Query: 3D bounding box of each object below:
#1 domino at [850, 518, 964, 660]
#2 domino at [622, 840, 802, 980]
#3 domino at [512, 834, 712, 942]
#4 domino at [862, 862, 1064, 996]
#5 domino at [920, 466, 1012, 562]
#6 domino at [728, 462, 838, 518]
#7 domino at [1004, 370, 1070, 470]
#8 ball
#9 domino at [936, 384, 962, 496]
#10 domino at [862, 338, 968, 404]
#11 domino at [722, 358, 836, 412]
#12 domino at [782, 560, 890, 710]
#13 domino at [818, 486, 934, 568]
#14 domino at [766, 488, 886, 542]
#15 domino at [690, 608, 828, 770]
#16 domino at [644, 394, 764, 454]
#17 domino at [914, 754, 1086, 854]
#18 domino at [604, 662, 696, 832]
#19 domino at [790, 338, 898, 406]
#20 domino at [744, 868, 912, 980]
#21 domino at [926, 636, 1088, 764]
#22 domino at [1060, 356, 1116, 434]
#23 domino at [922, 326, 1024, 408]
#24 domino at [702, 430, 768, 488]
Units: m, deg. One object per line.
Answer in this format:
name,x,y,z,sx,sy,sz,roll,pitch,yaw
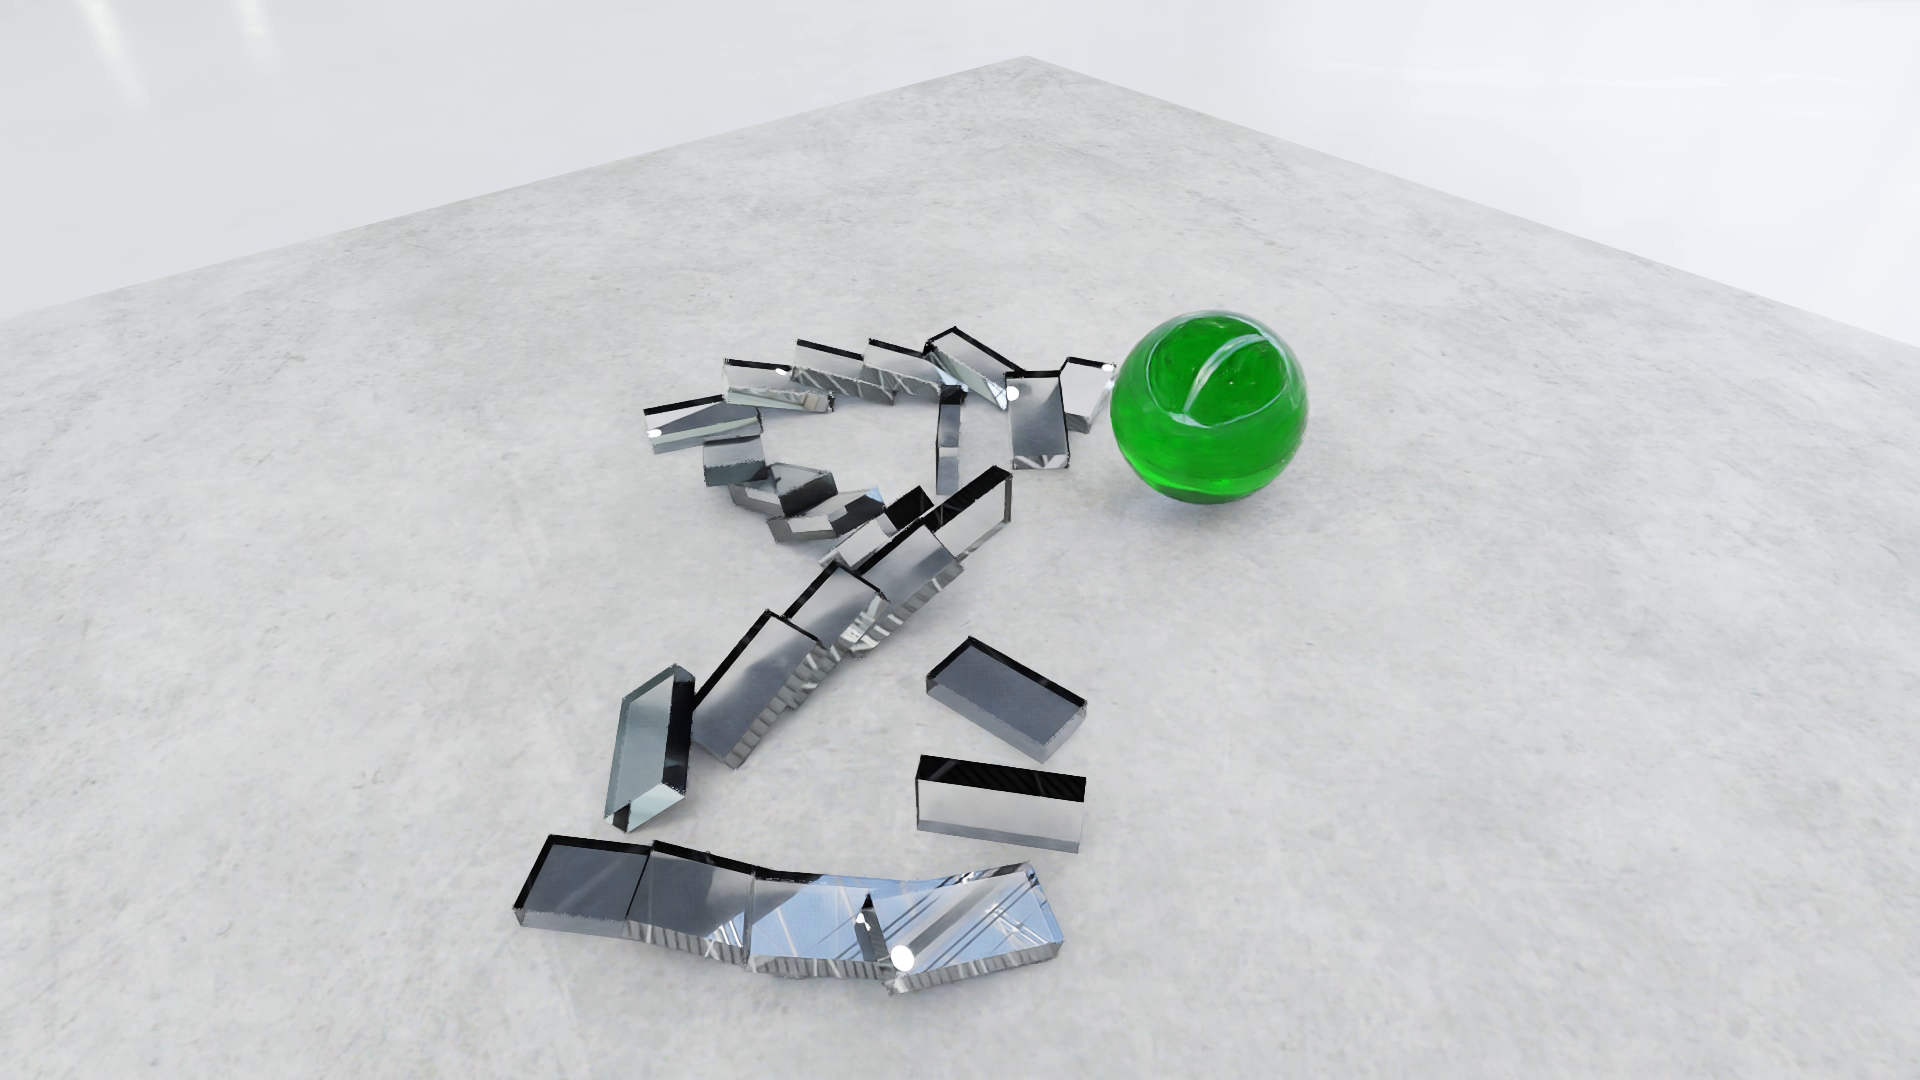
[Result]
domino,-0.026,0.017,0.403,0.050,0.009,0.025,-40,56,-4
domino,-0.065,0.103,0.307,0.050,0.009,0.025,16,39,-6
domino,-0.100,0.101,0.320,0.050,0.010,0.025,5,40,6
domino,0.001,0.106,0.302,0.050,0.010,0.025,-2,44,-26
domino,0.002,-0.007,0.440,0.010,0.025,0.050,27,47,29
domino,-0.074,-0.021,0.454,0.025,0.010,0.050,-27,22,-29
domino,0.035,-0.055,0.500,0.025,0.010,0.050,-2,56,-2
ball,0.102,-0.054,0.454,0.080,0.080,0.080,0,39,0
domino,-0.005,-0.045,0.486,0.010,0.025,0.050,1,39,1
domino,-0.021,-0.081,0.530,0.050,0.009,0.025,14,38,-11
domino,-0.087,-0.073,0.523,0.050,0.010,0.025,3,37,-21
domino,-0.051,0.033,0.389,0.025,0.010,0.050,31,70,32
domino,-0.033,-0.002,0.419,0.025,0.050,0.009,-37,92,-37
domino,-0.053,-0.010,0.435,0.025,0.010,0.050,-32,17,-33
domino,-0.070,0.050,0.370,0.025,0.009,0.050,25,65,28
domino,-0.119,-0.055,0.511,0.050,0.009,0.025,-14,41,-16
domino,0.012,0.080,0.333,0.050,0.025,0.010,6,40,8
domino,-0.099,0.066,0.353,0.025,0.009,0.050,-33,36,18
domino,-0.056,-0.081,0.531,0.050,0.009,0.025,12,36,-13
domino,-0.033,0.106,0.303,0.050,0.010,0.025,9,40,-14
domino,0.016,0.054,0.377,0.050,0.009,0.025,27,46,29
domino,0.057,-0.070,0.529,0.025,0.009,0.050,14,41,16
domino,0.009,-0.084,0.534,0.050,0.009,0.025,34,40,16
domino,-0.097,-0.036,0.474,0.025,0.010,0.050,-8,20,-10
